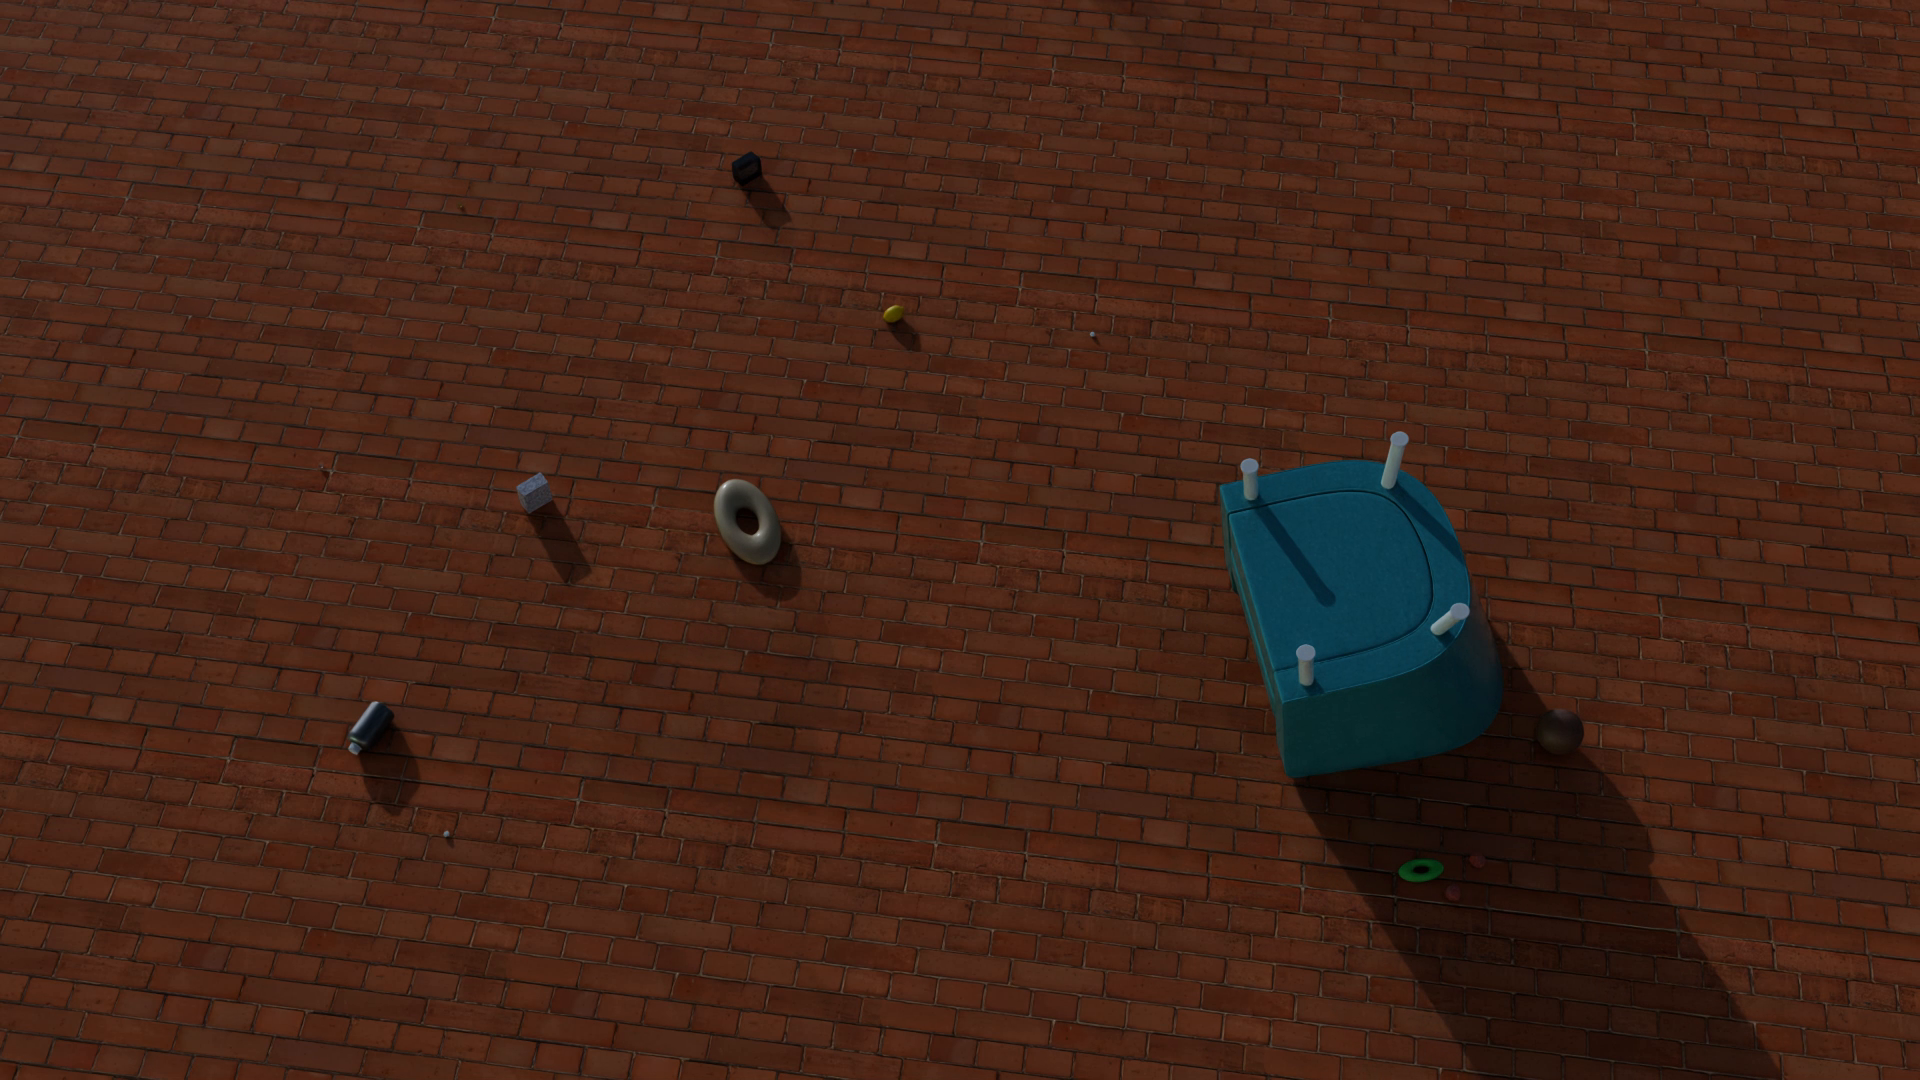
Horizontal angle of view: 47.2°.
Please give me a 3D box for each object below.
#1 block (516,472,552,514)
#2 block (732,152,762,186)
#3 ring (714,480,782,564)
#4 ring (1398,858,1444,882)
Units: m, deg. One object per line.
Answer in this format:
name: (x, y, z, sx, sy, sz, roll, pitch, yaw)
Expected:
block: (-1.280, -0.141, 6.612, 0.086, 0.093, 0.045, -33, 62, -20)
block: (-0.714, -1.244, 7.365, 0.084, 0.072, 0.050, -35, 63, -21)
ring: (-0.636, -0.055, 6.578, 0.181, 0.056, 0.322, -20, 59, -12)
ring: (1.249, 0.894, 5.956, 0.126, 0.031, 0.066, -7, 58, -4)
